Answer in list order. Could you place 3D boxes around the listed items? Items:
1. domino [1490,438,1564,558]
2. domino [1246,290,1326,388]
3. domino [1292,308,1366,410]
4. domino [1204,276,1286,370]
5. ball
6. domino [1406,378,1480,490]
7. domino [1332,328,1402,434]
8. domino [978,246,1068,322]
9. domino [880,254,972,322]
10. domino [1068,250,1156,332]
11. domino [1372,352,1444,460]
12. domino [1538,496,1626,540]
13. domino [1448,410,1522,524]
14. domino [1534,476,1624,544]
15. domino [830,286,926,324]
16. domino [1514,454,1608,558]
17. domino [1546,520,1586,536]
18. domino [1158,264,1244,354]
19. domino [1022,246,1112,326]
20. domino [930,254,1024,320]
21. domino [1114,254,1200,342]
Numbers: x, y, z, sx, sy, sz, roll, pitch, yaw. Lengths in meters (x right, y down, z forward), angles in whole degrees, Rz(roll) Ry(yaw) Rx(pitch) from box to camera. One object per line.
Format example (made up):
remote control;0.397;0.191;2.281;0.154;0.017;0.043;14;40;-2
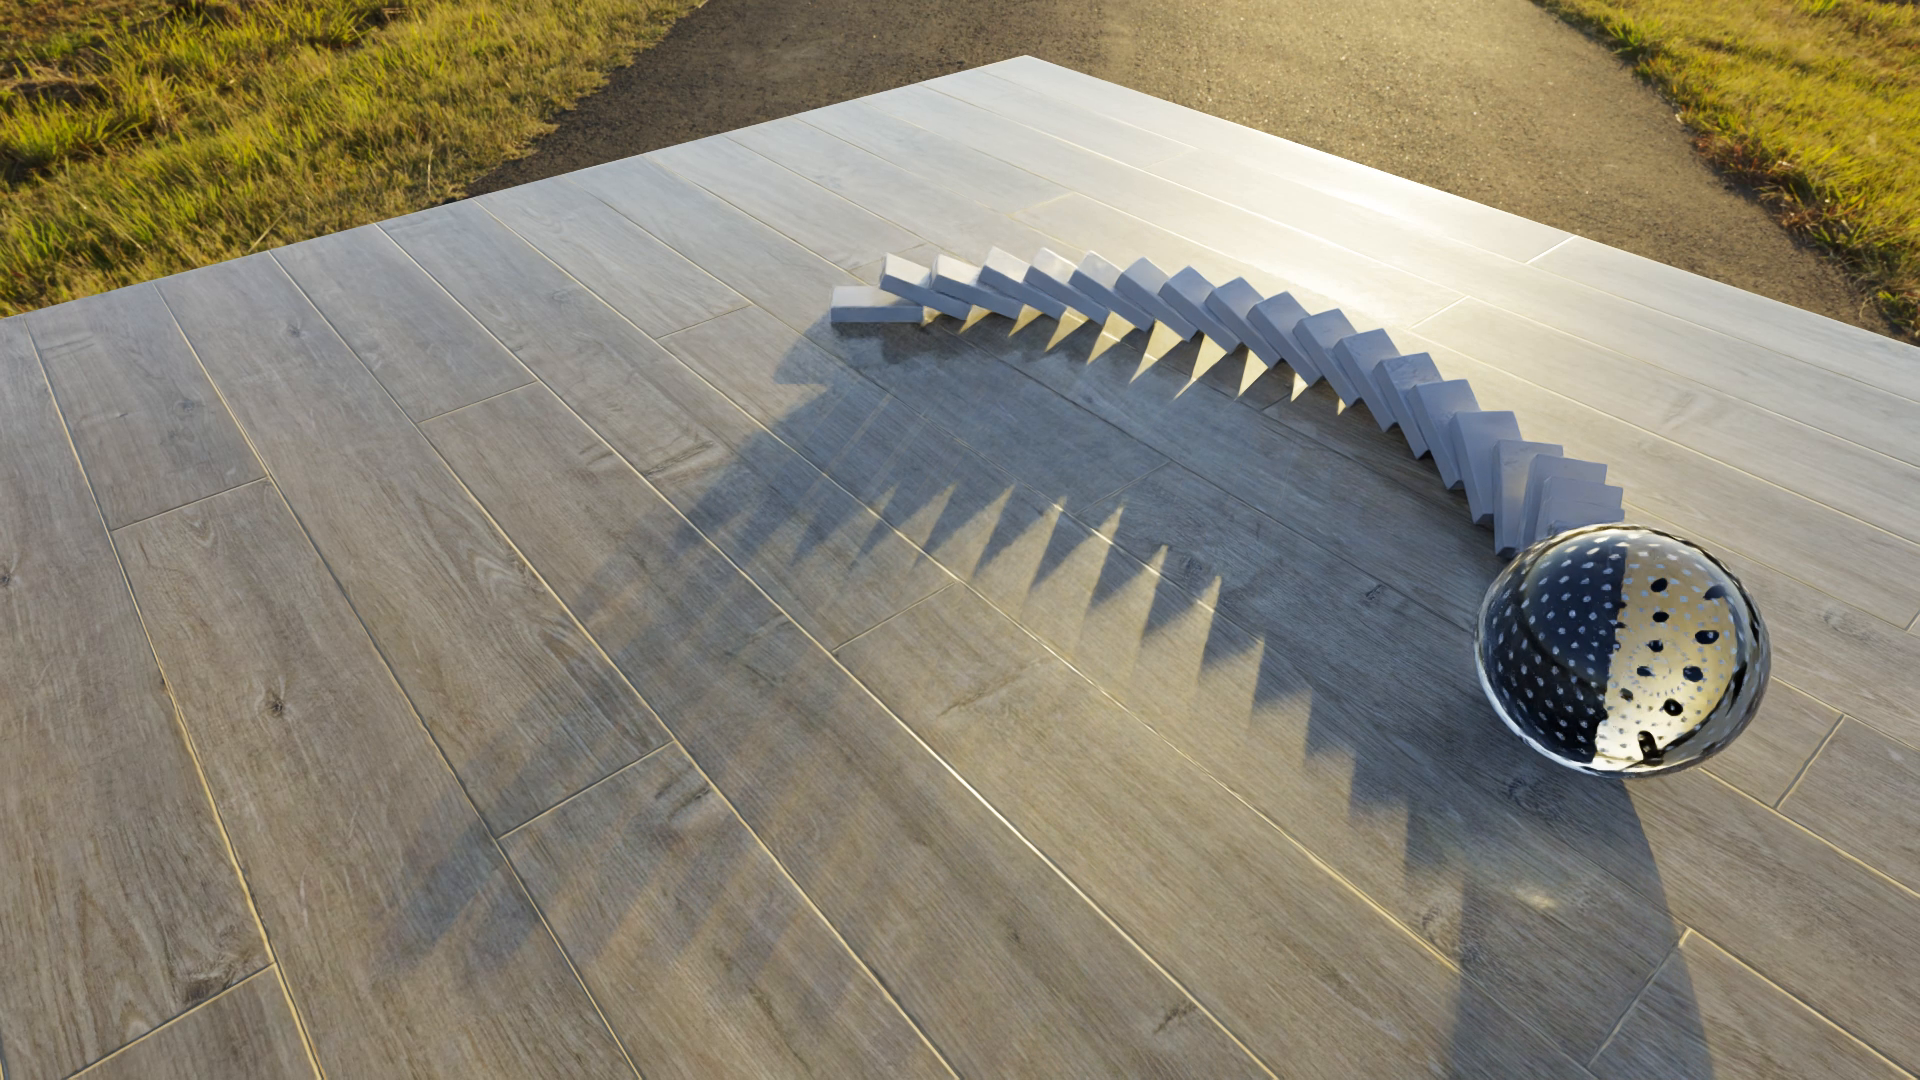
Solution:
domino;0.231;-0.016;0.447;0.025;0.009;0.050;7;65;7
domino;0.170;-0.101;0.552;0.025;0.009;0.050;-26;70;-28
domino;0.187;-0.089;0.537;0.025;0.009;0.050;-19;67;-22
domino;0.152;-0.112;0.565;0.025;0.009;0.050;-31;72;-32
ball;0.206;0.035;0.346;0.080;0.080;0.080;0;39;0
domino;0.220;-0.047;0.486;0.025;0.010;0.050;-7;64;-9
domino;0.201;-0.076;0.521;0.025;0.010;0.050;-15;66;-17
domino;0.036;-0.140;0.599;0.050;0.010;0.025;25;40;-7
domino;-0.018;-0.137;0.596;0.050;0.010;0.025;18;37;-15
domino;0.085;-0.134;0.592;0.050;0.009;0.025;33;45;2
domino;0.212;-0.062;0.504;0.025;0.010;0.050;-10;64;-12
domino;0.226;0.011;0.405;0.025;0.009;0.050;12;82;14
domino;0.227;-0.031;0.466;0.025;0.010;0.050;-1;63;-1
domino;0.232;0.003;0.416;0.025;0.009;0.050;12;82;14
domino;-0.044;-0.129;0.601;0.050;0.010;0.025;0;39;0
domino;0.233;-0.007;0.427;0.025;0.009;0.050;12;82;14
domino;0.222;0.020;0.395;0.025;0.009;0.050;12;82;14
domino;0.131;-0.121;0.576;0.050;0.009;0.025;43;52;10
domino;0.061;-0.138;0.596;0.050;0.009;0.025;30;43;-2
domino;0.010;-0.138;0.598;0.050;0.009;0.025;17;37;-13
domino;0.109;-0.129;0.585;0.050;0.010;0.025;40;49;8
